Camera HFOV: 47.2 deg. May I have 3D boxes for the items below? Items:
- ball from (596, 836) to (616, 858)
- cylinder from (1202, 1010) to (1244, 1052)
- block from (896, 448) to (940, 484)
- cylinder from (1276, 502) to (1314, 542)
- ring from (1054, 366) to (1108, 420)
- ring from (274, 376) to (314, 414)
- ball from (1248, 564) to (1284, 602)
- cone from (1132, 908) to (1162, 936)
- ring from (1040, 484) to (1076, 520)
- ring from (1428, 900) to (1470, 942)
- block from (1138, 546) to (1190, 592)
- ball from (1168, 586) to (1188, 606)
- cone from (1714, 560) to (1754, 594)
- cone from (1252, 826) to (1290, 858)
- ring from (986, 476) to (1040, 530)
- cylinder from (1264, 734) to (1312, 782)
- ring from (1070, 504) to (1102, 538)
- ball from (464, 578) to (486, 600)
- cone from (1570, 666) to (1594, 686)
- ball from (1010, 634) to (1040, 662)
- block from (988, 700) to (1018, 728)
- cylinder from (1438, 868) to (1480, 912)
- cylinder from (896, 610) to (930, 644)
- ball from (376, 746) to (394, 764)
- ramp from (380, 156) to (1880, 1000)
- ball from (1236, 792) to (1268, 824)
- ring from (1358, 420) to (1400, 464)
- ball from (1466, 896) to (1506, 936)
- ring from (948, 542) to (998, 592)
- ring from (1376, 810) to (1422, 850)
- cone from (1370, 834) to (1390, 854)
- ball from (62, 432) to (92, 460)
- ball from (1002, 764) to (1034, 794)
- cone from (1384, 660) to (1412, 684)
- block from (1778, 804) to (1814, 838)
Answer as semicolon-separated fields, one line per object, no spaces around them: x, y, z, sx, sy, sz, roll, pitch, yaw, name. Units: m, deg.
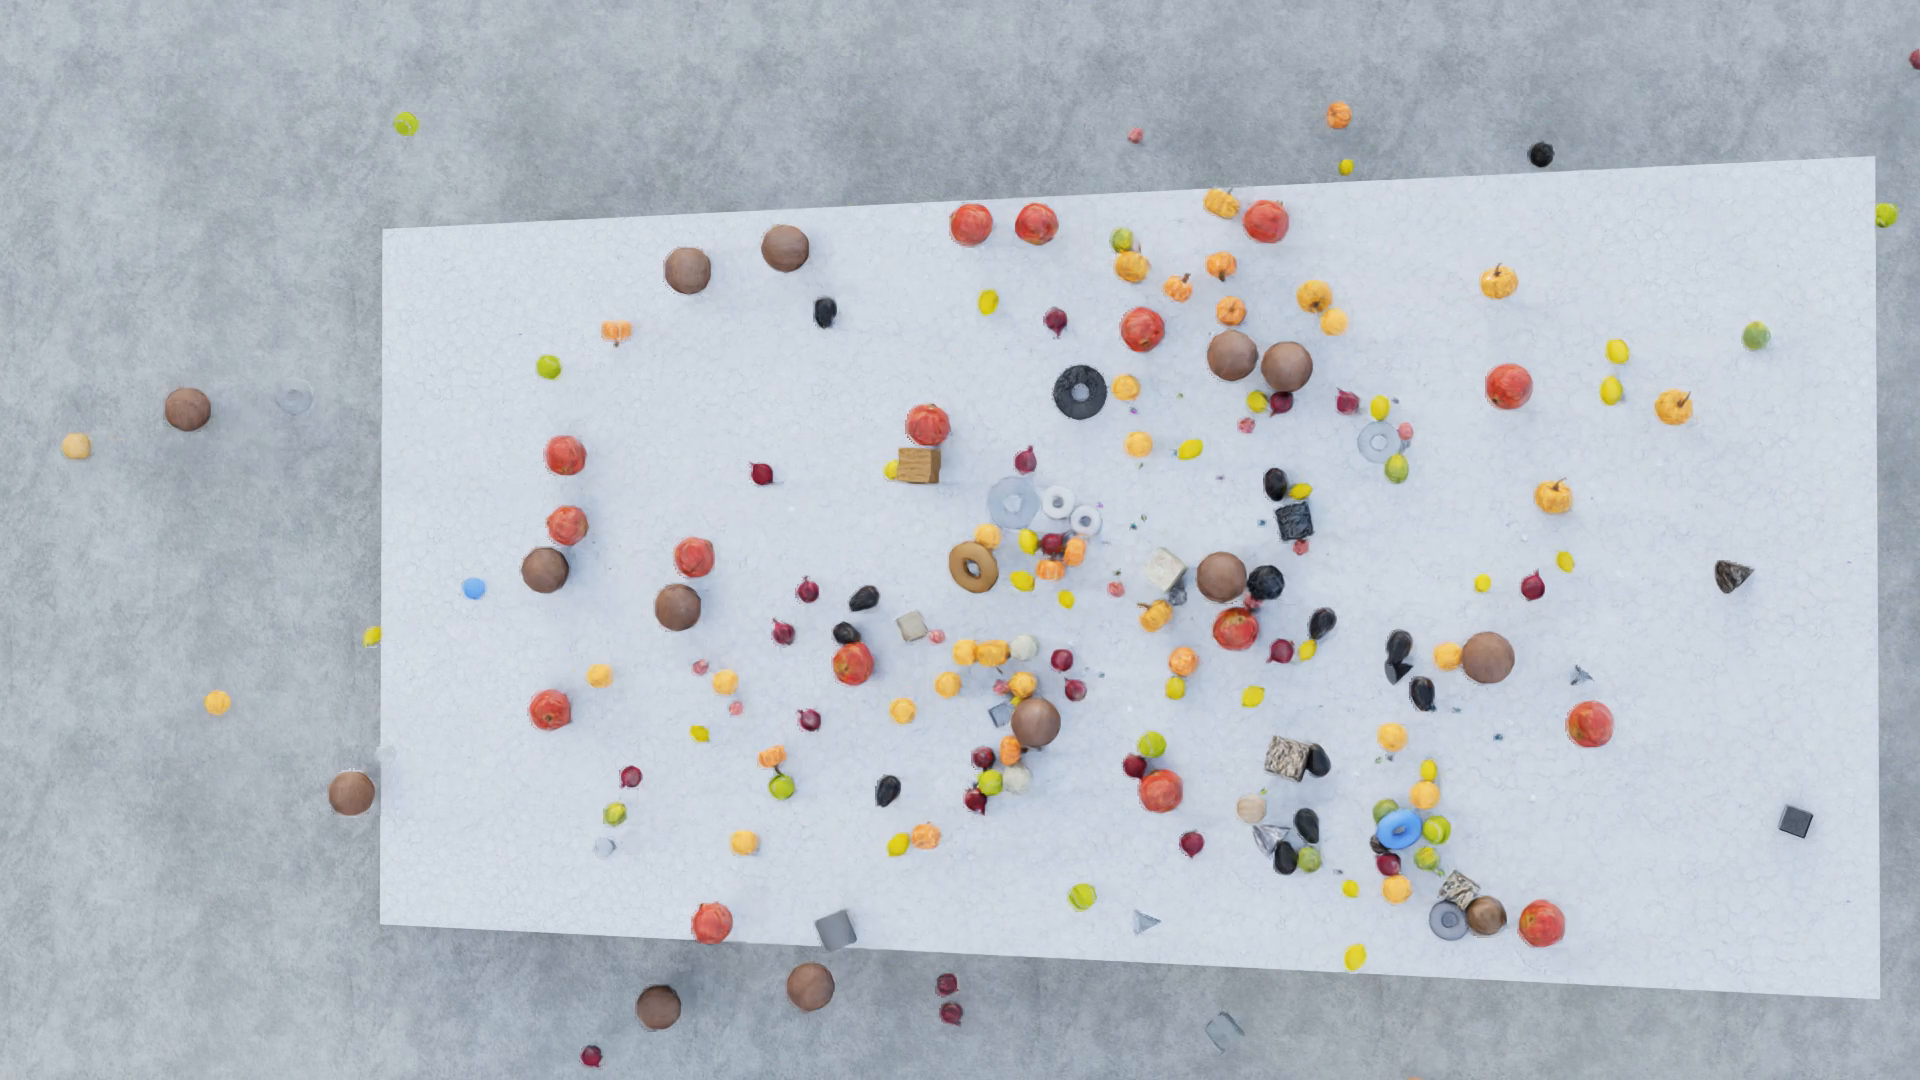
-0.981;0.850;6.090;0.056;0.056;0.056;0;89;0;ball
0.693;1.291;5.781;0.078;0.078;0.078;-40;78;-1;cylinder
-0.109;-0.197;5.836;0.090;0.090;0.090;3;90;16;block
0.846;-0.046;5.560;0.083;0.083;0.083;-13;86;0;cylinder
0.314;-0.385;5.739;0.143;0.048;0.143;0;90;16;ring
-1.942;-0.421;6.414;0.111;0.037;0.111;0;92;-1;ring
0.775;0.109;5.573;0.093;0.093;0.093;0;89;0;ball
0.488;0.985;5.676;0.072;0.072;0.072;0;89;-10;cone
0.257;-0.100;5.760;0.093;0.031;0.093;0;90;15;ring
1.216;0.945;5.465;0.103;0.034;0.103;0;88;14;ring
0.525;0.077;5.651;0.084;0.084;0.084;38;99;13;block
0.561;0.145;5.658;0.050;0.050;0.050;0;89;0;ball
1.874;0.081;5.286;0.083;0.083;0.083;-12;89;-11;cone
0.803;0.748;5.584;0.090;0.090;0.090;-22;89;-12;cone
0.140;-0.097;5.785;0.143;0.048;0.143;0;90;15;ring
0.827;0.550;5.552;0.094;0.094;0.094;16;89;16;cylinder
0.328;-0.049;5.739;0.086;0.029;0.086;0;88;18;ring
-1.372;0.136;6.211;0.062;0.062;0.062;0;89;0;ball
1.531;0.337;5.389;0.050;0.050;0.050;13;89;-11;cone
0.170;0.282;5.755;0.076;0.076;0.076;0;89;0;ball
0.113;0.459;5.782;0.052;0.052;0.052;-27;82;14;block
1.235;0.866;5.436;0.075;0.075;0.075;35;89;17;cylinder
-0.126;0.230;5.845;0.069;0.069;0.069;-25;83;0;cylinder
-1.645;0.613;6.288;0.053;0.053;0.053;0;89;0;ball
0.270;0.096;5.821;4.000;0.100;2.000;0;89;16;ramp
0.736;0.677;5.544;0.078;0.078;0.078;0;89;0;ball
1.053;-0.246;5.529;0.108;0.036;0.108;0;90;15;ring
1.294;0.924;5.410;0.097;0.097;0.097;0;89;0;ball
0.035;0.072;5.789;0.146;0.049;0.146;16;123;27;ring
1.094;0.721;5.475;0.116;0.039;0.116;-4;124;-6;ring
1.050;0.762;5.505;0.053;0.053;0.053;0;89;16;cone
-2.567;-0.272;6.390;0.081;0.081;0.081;0;89;0;ball
0.151;0.625;5.753;0.081;0.081;0.081;0;89;0;ball
1.107;0.323;5.508;0.066;0.066;0.066;-14;89;-11;cone
1.987;0.669;5.232;0.060;0.060;0.060;20;95;15;block
